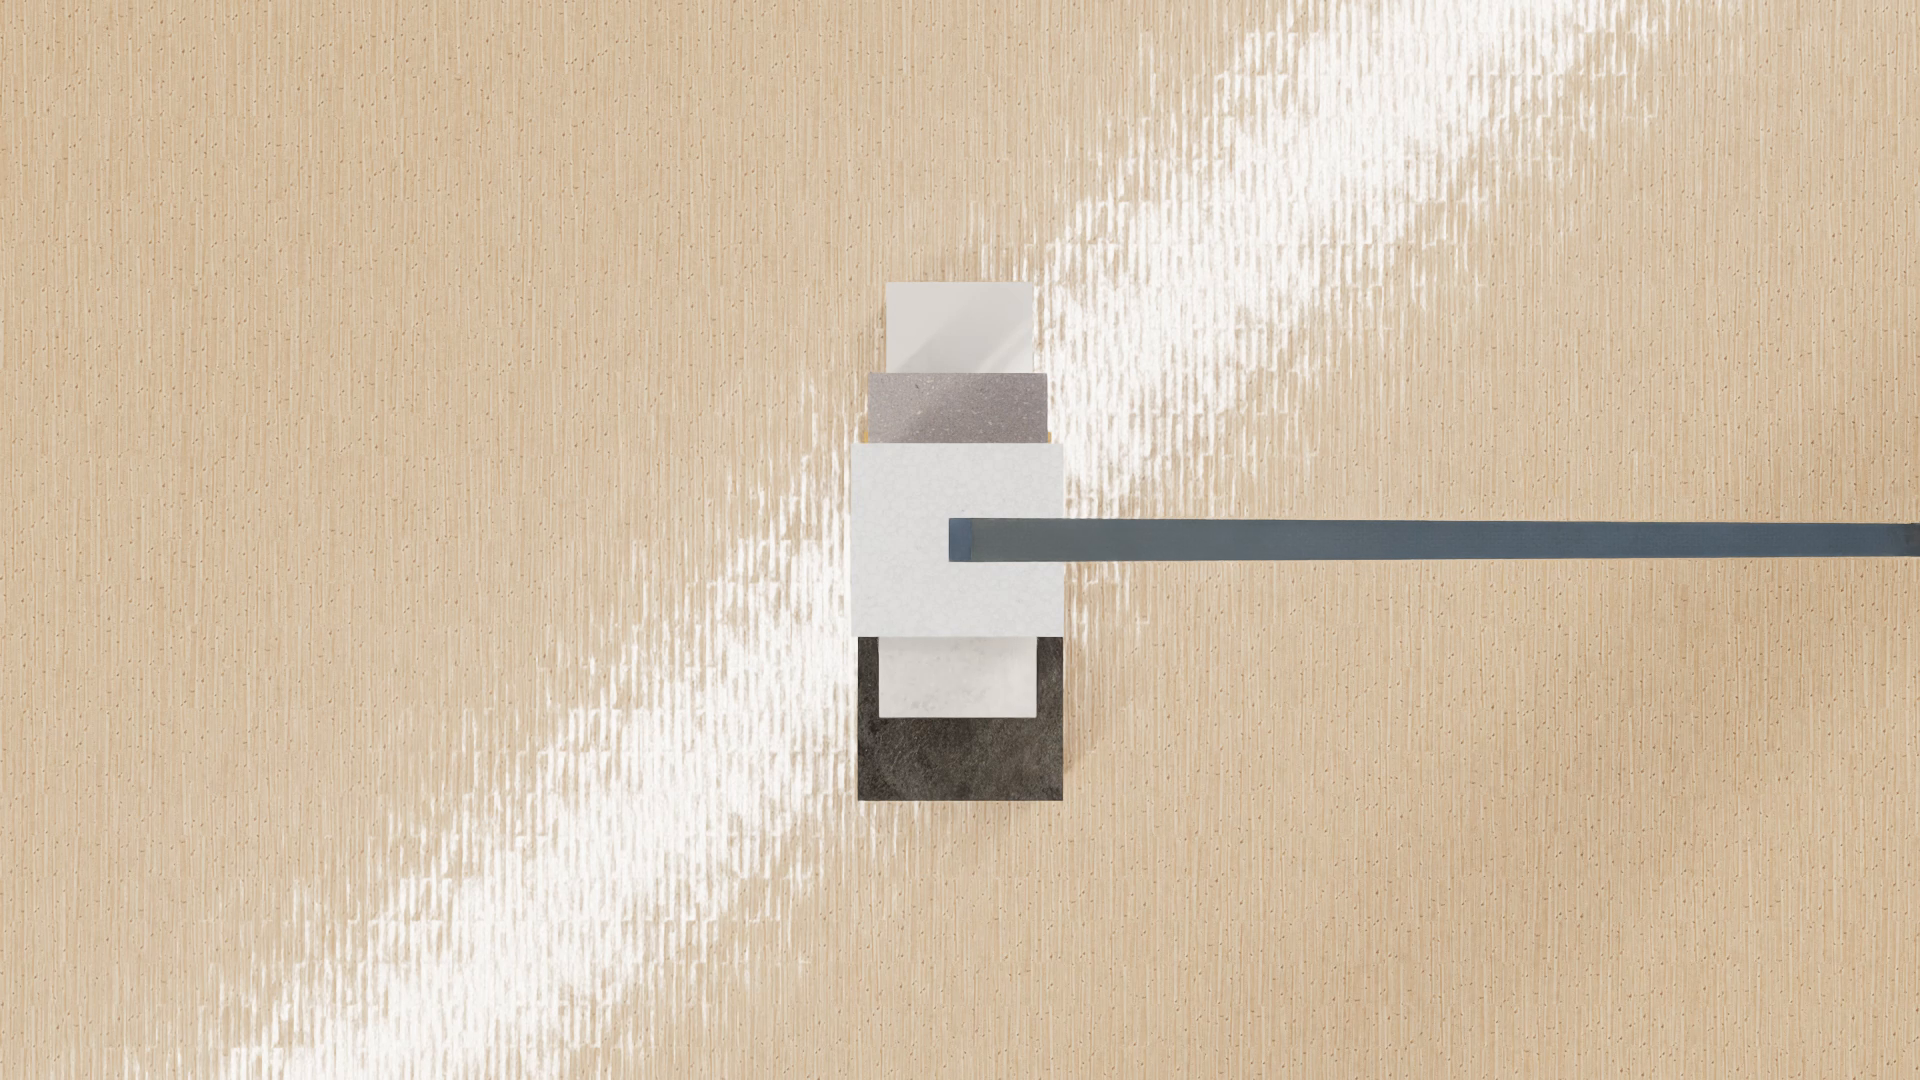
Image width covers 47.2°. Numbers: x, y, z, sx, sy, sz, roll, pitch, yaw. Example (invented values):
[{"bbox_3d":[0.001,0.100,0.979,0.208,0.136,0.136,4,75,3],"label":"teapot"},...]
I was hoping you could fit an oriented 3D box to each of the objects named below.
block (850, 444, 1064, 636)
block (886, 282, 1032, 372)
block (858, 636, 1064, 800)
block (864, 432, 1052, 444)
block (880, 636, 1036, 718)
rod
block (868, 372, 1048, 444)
[{"bbox_3d":[-0.010,0.000,8.337,0.767,0.829,0.697,0,90,0],"label":"block"},{"bbox_3d":[-0.002,-1.021,12.624,0.813,0.752,0.831,0,90,0],"label":"block"},{"bbox_3d":[0.002,0.923,12.551,1.133,0.897,1.026,0,90,0],"label":"block"},{"bbox_3d":[-0.012,-0.098,12.516,1.028,0.967,0.996,0,90,0],"label":"block"},{"bbox_3d":[-0.012,0.543,11.706,0.811,0.682,0.682,0,96,0],"label":"block"},{"bbox_3d":[2.212,0.000,5.320,5.200,0.080,0.080,0,90,-32],"label":"rod"},{"bbox_3d":[-0.009,-0.346,11.585,0.907,0.895,1.001,0,90,0],"label":"block"}]
